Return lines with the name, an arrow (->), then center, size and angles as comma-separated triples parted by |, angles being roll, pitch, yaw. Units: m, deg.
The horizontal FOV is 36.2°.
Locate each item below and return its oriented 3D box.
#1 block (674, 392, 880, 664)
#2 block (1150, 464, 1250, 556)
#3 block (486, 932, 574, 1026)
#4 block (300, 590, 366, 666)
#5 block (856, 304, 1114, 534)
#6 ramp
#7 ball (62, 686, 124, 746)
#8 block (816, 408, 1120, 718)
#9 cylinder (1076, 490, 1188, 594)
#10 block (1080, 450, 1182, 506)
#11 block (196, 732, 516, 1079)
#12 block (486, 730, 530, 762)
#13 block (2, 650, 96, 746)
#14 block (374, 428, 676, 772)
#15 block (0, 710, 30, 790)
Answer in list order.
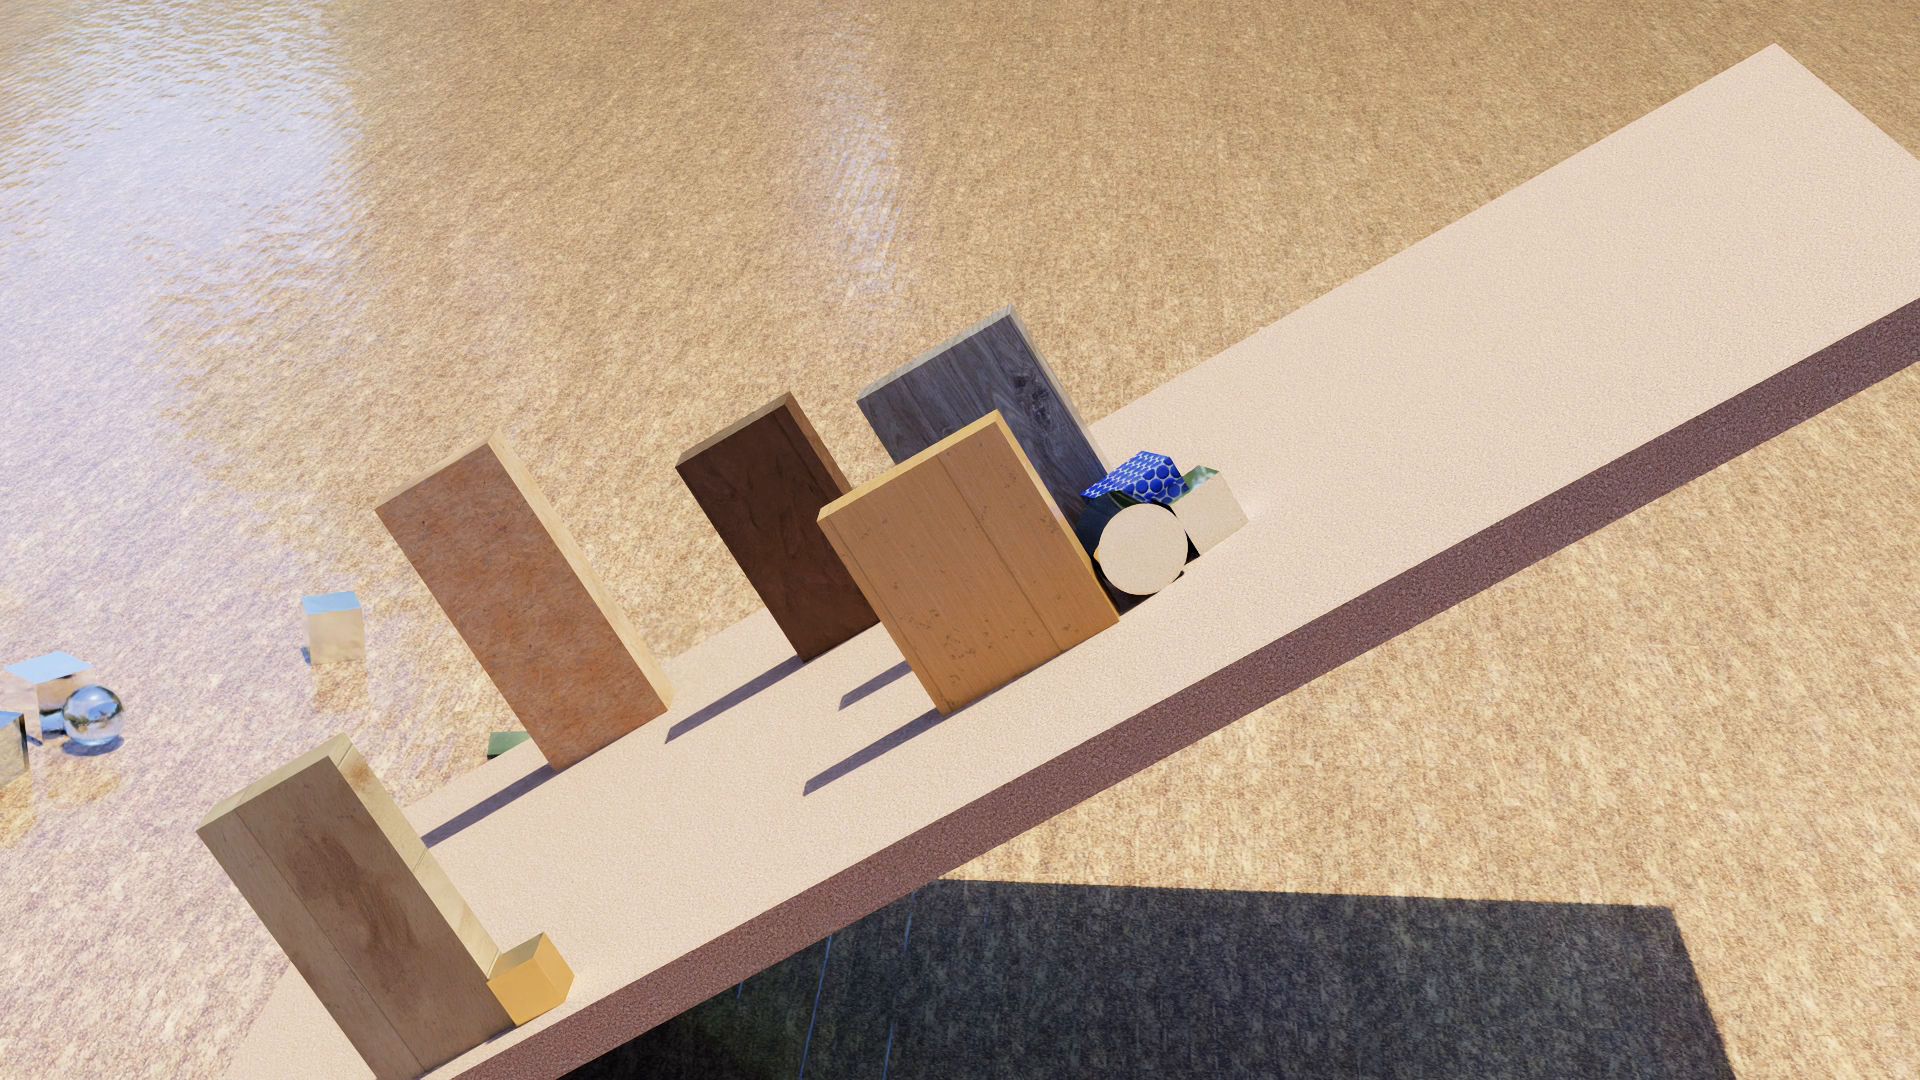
block -> -0.371, -0.027, 6.691 | 0.294, 0.547, 0.107 | -29, 15, 12
block -> 0.481, -0.060, 5.892 | 0.122, 0.122, 0.122 | -35, 15, -8
block -> -0.826, 0.845, 5.663 | 0.109, 0.109, 0.109 | -29, 15, 12
block -> -1.928, 0.269, 9.040 | 0.165, 0.165, 0.165 | -7, 20, -19
block -> 0.090, -0.159, 6.147 | 0.371, 0.559, 0.089 | -29, 15, 12
ramp -> 0.142, 0.168, 6.287 | 4.000, 0.100, 2.000 | -29, 15, 12
ball -> -2.465, 0.500, 8.364 | 0.173, 0.173, 0.173 | 0, 19, 0
block -> 0.019, 0.049, 5.787 | 0.407, 0.475, 0.083 | -29, 15, 12
cylinder -> 0.340, 0.004, 5.856 | 0.182, 0.182, 0.182 | -4, 10, -12
block -> 0.378, -0.065, 6.040 | 0.162, 0.162, 0.162 | -35, 15, -11
block -> -1.143, 0.720, 5.661 | 0.312, 0.643, 0.116 | -29, 15, 12
block -> -1.202, 0.625, 8.027 | 0.158, 0.158, 0.158 | -2, 19, -5
block -> -2.618, 0.454, 8.475 | 0.187, 0.187, 0.187 | 17, 25, 40
block -> -1.034, 0.148, 7.030 | 0.327, 0.776, 0.125 | -29, 15, 12
block -> -2.703, 0.580, 8.138 | 0.169, 0.169, 0.169 | 5, 20, 15
